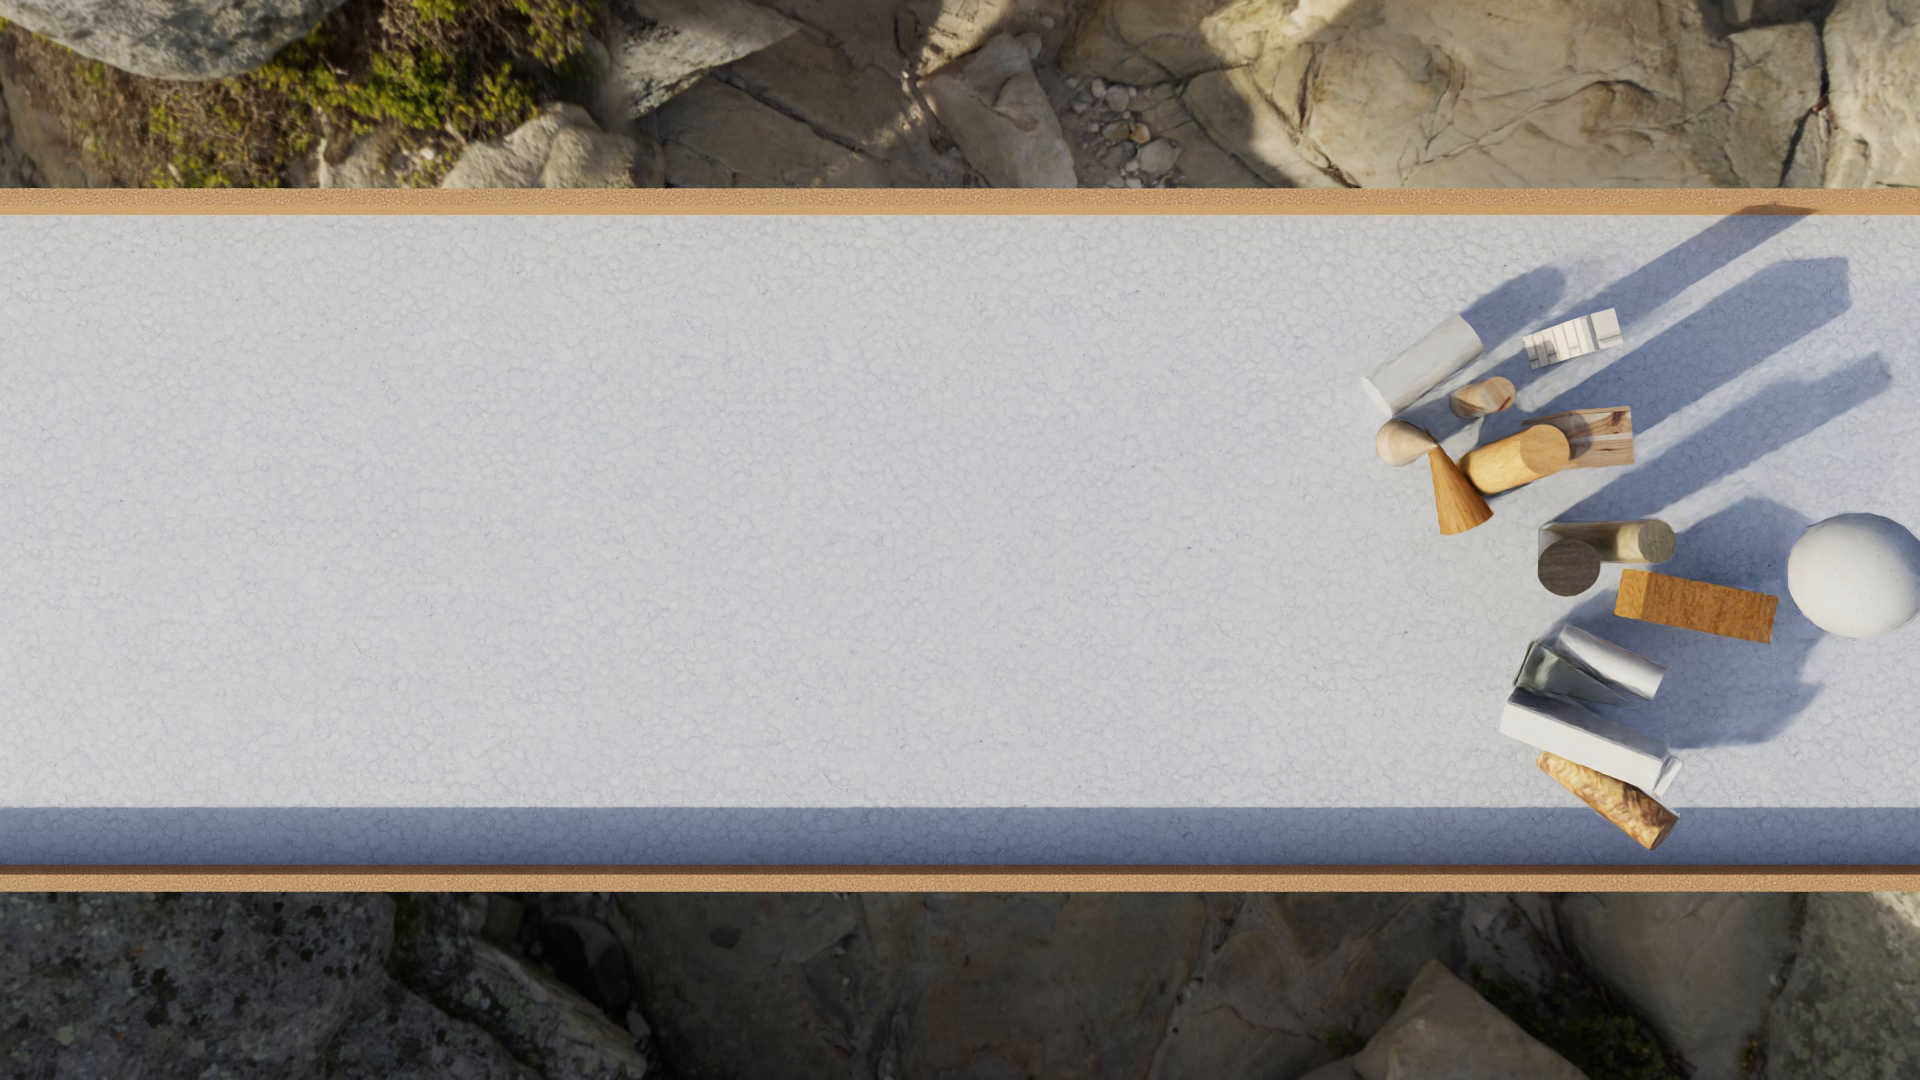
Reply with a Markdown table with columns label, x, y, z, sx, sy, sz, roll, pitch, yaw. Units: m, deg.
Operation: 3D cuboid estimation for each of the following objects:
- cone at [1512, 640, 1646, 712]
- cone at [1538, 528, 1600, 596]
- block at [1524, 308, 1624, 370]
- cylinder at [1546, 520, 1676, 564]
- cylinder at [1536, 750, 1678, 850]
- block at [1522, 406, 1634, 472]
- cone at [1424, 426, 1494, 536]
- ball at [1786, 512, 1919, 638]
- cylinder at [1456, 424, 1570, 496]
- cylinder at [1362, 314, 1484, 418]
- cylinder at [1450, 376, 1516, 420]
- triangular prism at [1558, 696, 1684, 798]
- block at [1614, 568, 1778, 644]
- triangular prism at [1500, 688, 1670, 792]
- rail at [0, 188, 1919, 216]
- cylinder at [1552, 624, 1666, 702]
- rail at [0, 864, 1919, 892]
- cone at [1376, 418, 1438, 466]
| label | x | y | z | sx | sy | sz | roll | pitch | yaw |
| --- | --- | --- | --- | --- | --- | --- | --- | --- | --- |
| cone | 1.871 | 0.441 | 4.943 | 0.381 | 0.153 | 0.153 | 23 | 90 | 16 |
| cone | 1.755 | 0.019 | 4.882 | 0.173 | 0.410 | 0.173 | 2 | 107 | 7 |
| block | 1.797 | -0.588 | 4.849 | 0.102 | 0.456 | 0.102 | -15 | 90 | 0 |
| cylinder | 1.896 | 0.007 | 4.846 | 0.125 | 0.445 | 0.125 | 0 | 89 | -16 |
| cylinder | 1.922 | 0.746 | 4.914 | 0.128 | 0.128 | 0.401 | -50 | 57 | 0 |
| block | 1.818 | -0.291 | 4.868 | 0.164 | 0.418 | 0.164 | -4 | 90 | 0 |
| cone | 1.465 | -0.196 | 4.972 | 0.166 | 0.166 | 0.327 | -26 | 98 | 0 |
| ball | 2.407 | 0.094 | 4.422 | 0.339 | 0.339 | 0.339 | 0 | 90 | 0 |
| cylinder | 1.613 | -0.228 | 4.839 | 0.145 | 0.460 | 0.145 | 1 | 84 | -5 |
| cylinder | 1.400 | -0.527 | 4.994 | 0.333 | 0.153 | 0.153 | -36 | 90 | 2 |
| cylinder | 1.556 | -0.422 | 4.922 | 0.101 | 0.309 | 0.101 | 0 | 90 | 0 |
| triangular prism | 1.935 | 0.627 | 4.922 | 0.385 | 0.123 | 0.107 | 32 | 58 | 25 |
| block | 2.218 | 0.198 | 4.972 | 0.424 | 0.144 | 0.144 | 10 | 92 | -8 |
| triangular prism | 1.838 | 0.573 | 4.862 | 0.455 | 0.133 | 0.154 | 22 | 83 | 25 |
| rail | -2.247 | -1.025 | 5.002 | 12.000 | 0.150 | 0.050 | 0 | 90 | 0 |
| cylinder | 1.952 | 0.368 | 4.971 | 0.309 | 0.112 | 0.112 | 26 | 90 | 20 |
| rail | -2.247 | 1.025 | 5.001 | 12.000 | 0.150 | 0.050 | 0 | 90 | 0 |
| cone | 1.347 | -0.283 | 4.855 | 0.148 | 0.433 | 0.148 | 0 | 95 | 1 |
